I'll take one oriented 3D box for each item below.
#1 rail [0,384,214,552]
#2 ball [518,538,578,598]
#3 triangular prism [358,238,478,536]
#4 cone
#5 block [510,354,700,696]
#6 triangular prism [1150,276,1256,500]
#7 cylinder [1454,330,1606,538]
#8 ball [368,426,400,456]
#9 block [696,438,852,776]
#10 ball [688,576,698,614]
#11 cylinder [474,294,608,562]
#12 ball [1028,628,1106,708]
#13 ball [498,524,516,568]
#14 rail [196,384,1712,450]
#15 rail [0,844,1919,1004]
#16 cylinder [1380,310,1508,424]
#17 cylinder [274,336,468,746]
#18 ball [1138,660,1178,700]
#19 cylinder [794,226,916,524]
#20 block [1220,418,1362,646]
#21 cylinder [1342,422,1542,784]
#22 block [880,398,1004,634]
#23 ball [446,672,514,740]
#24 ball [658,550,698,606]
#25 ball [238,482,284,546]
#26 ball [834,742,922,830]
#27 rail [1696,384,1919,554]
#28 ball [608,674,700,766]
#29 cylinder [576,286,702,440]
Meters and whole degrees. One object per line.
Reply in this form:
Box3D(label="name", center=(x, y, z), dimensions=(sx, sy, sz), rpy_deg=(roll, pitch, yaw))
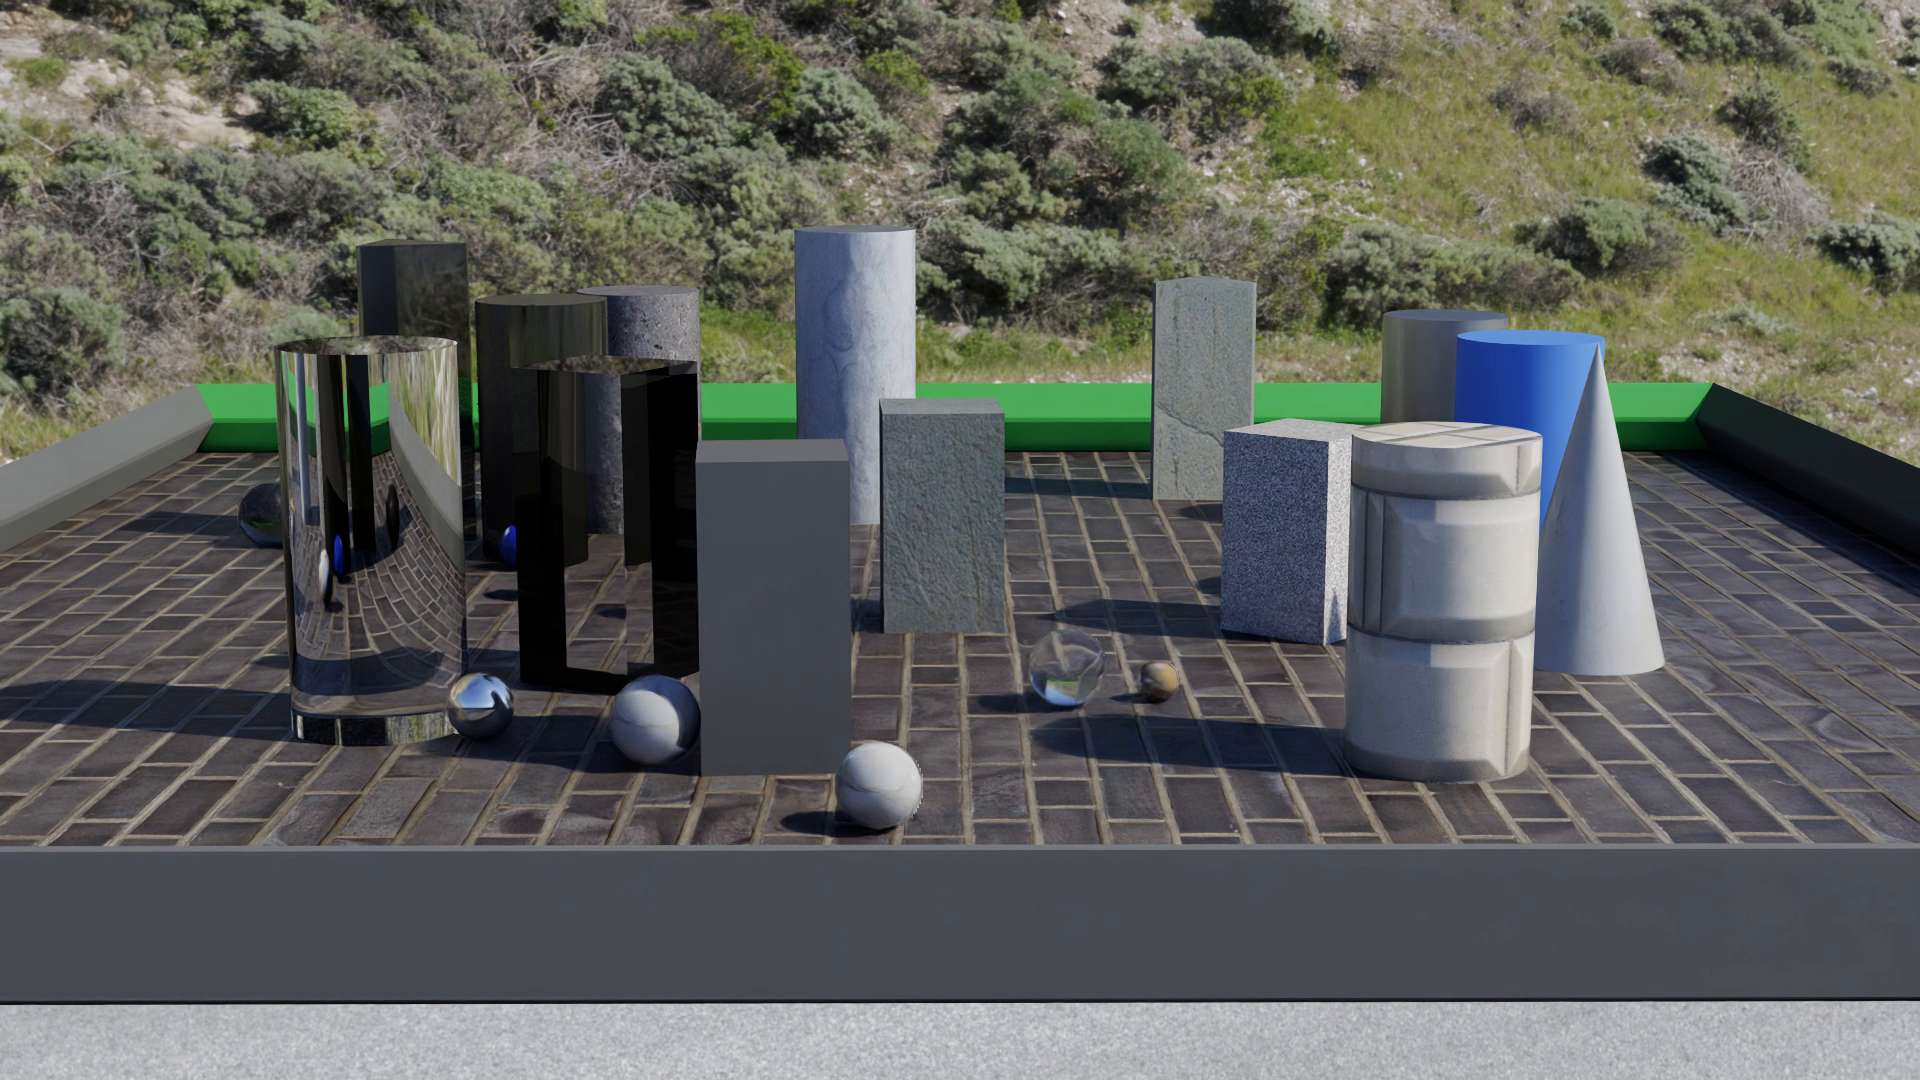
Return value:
Box3D(label="rail", center=(-1.423, 0.034, 3.441), dimensions=(0.045, 0.127, 2.939), rpy_deg=(0, 11, 0))
Box3D(label="ball", center=(-0.570, 0.039, 3.547), dimensions=(0.081, 0.081, 0.081), rpy_deg=(0, 11, 0))
Box3D(label="triangular prism", center=(-0.863, -0.237, 4.003), dimensions=(0.169, 0.456, 0.146), rpy_deg=(-5, 12, -25))
Box3D(label="cone", center=(0.776, -0.048, 3.155), dimensions=(0.195, 0.394, 0.195), rpy_deg=(0, 11, 0))
Box3D(label="block", center=(-0.419, -0.021, 3.058), dimensions=(0.156, 0.378, 0.156), rpy_deg=(6, 12, 28))
Box3D(label="triangular prism", center=(0.412, -0.262, 4.386), dimensions=(0.169, 0.367, 0.146), rpy_deg=(1, 11, 3))
Box3D(label="cylinder", center=(0.770, -0.095, 3.492), dimensions=(0.195, 0.363, 0.195), rpy_deg=(0, 11, 0))
Box3D(label="ball", center=(-1.085, -0.188, 4.834), dimensions=(0.057, 0.057, 0.057), rpy_deg=(0, 11, 0))
Box3D(label="block", center=(-0.197, 0.068, 2.710), dimensions=(0.156, 0.329, 0.156), rpy_deg=(-1, 11, -5))
Box3D(label="ball", center=(-0.325, 0.073, 3.397), dimensions=(0.068, 0.068, 0.068), rpy_deg=(0, 11, 0))
Box3D(label="cylinder", center=(-0.622, -0.170, 3.846), dimensions=(0.195, 0.382, 0.195), rpy_deg=(0, 11, 0))
Box3D(label="ball", center=(0.123, 0.147, 2.942), dimensions=(0.090, 0.090, 0.090), rpy_deg=(0, 11, 0))
Box3D(label="ball", center=(-0.641, 0.009, 3.747), dimensions=(0.066, 0.066, 0.066), rpy_deg=(0, 11, 0))
Box3D(label="rail", center=(-0.008, -0.231, 4.871), dimensions=(2.893, 0.127, 0.045), rpy_deg=(0, 11, 0))
Box3D(label="rail", center=(0.008, 0.296, 2.027), dimensions=(2.893, 0.127, 0.045), rpy_deg=(0, 11, 0))
Box3D(label="cylinder", center=(0.770, -0.193, 4.099), dimensions=(0.195, 0.334, 0.195), rpy_deg=(0, 11, 0))
Box3D(label="cylinder", center=(-0.646, -0.003, 2.830), dimensions=(0.195, 0.425, 0.195), rpy_deg=(0, 11, 0))
Box3D(label="ball", center=(0.229, 0.163, 2.971), dimensions=(0.046, 0.046, 0.046), rpy_deg=(0, 11, 0))
Box3D(label="cylinder", center=(-0.169, -0.271, 4.165), dimensions=(0.195, 0.465, 0.195), rpy_deg=(0, 11, 0))
Box3D(label="block", center=(0.450, -0.014, 3.340), dimensions=(0.156, 0.261, 0.156), rpy_deg=(8, 13, 38))
Box3D(label="cylinder", center=(0.505, 0.061, 2.694), dimensions=(0.195, 0.348, 0.195), rpy_deg=(0, 11, 0))
Box3D(label="block", center=(-0.025, -0.035, 3.380), dimensions=(0.156, 0.286, 0.156), rpy_deg=(-1, 11, -3))
Box3D(label="ball", center=(-0.524, 0.181, 2.803), dimensions=(0.073, 0.073, 0.073), rpy_deg=(0, 11, 0))
Box3D(label="ball", center=(-0.372, 0.053, 3.486), dimensions=(0.076, 0.076, 0.076), rpy_deg=(0, 11, 0))
Box3D(label="ball", center=(-1.054, -0.040, 3.923), dimensions=(0.098, 0.098, 0.098), rpy_deg=(0, 11, 0))
Box3D(label="ball", center=(-0.079, 0.237, 2.473), dimensions=(0.084, 0.084, 0.084), rpy_deg=(0, 11, 0))
Box3D(label="rail", center=(1.423, 0.031, 3.457), dimensions=(0.045, 0.127, 2.939), rpy_deg=(0, 11, 0))
Box3D(label="ball", center=(-0.320, 0.189, 2.693), dimensions=(0.096, 0.096, 0.096), rpy_deg=(0, 11, 0))
Box3D(label="cylinder", center=(-0.515, -0.218, 4.141), dimensions=(0.195, 0.370, 0.195), rpy_deg=(0, 11, 0))
